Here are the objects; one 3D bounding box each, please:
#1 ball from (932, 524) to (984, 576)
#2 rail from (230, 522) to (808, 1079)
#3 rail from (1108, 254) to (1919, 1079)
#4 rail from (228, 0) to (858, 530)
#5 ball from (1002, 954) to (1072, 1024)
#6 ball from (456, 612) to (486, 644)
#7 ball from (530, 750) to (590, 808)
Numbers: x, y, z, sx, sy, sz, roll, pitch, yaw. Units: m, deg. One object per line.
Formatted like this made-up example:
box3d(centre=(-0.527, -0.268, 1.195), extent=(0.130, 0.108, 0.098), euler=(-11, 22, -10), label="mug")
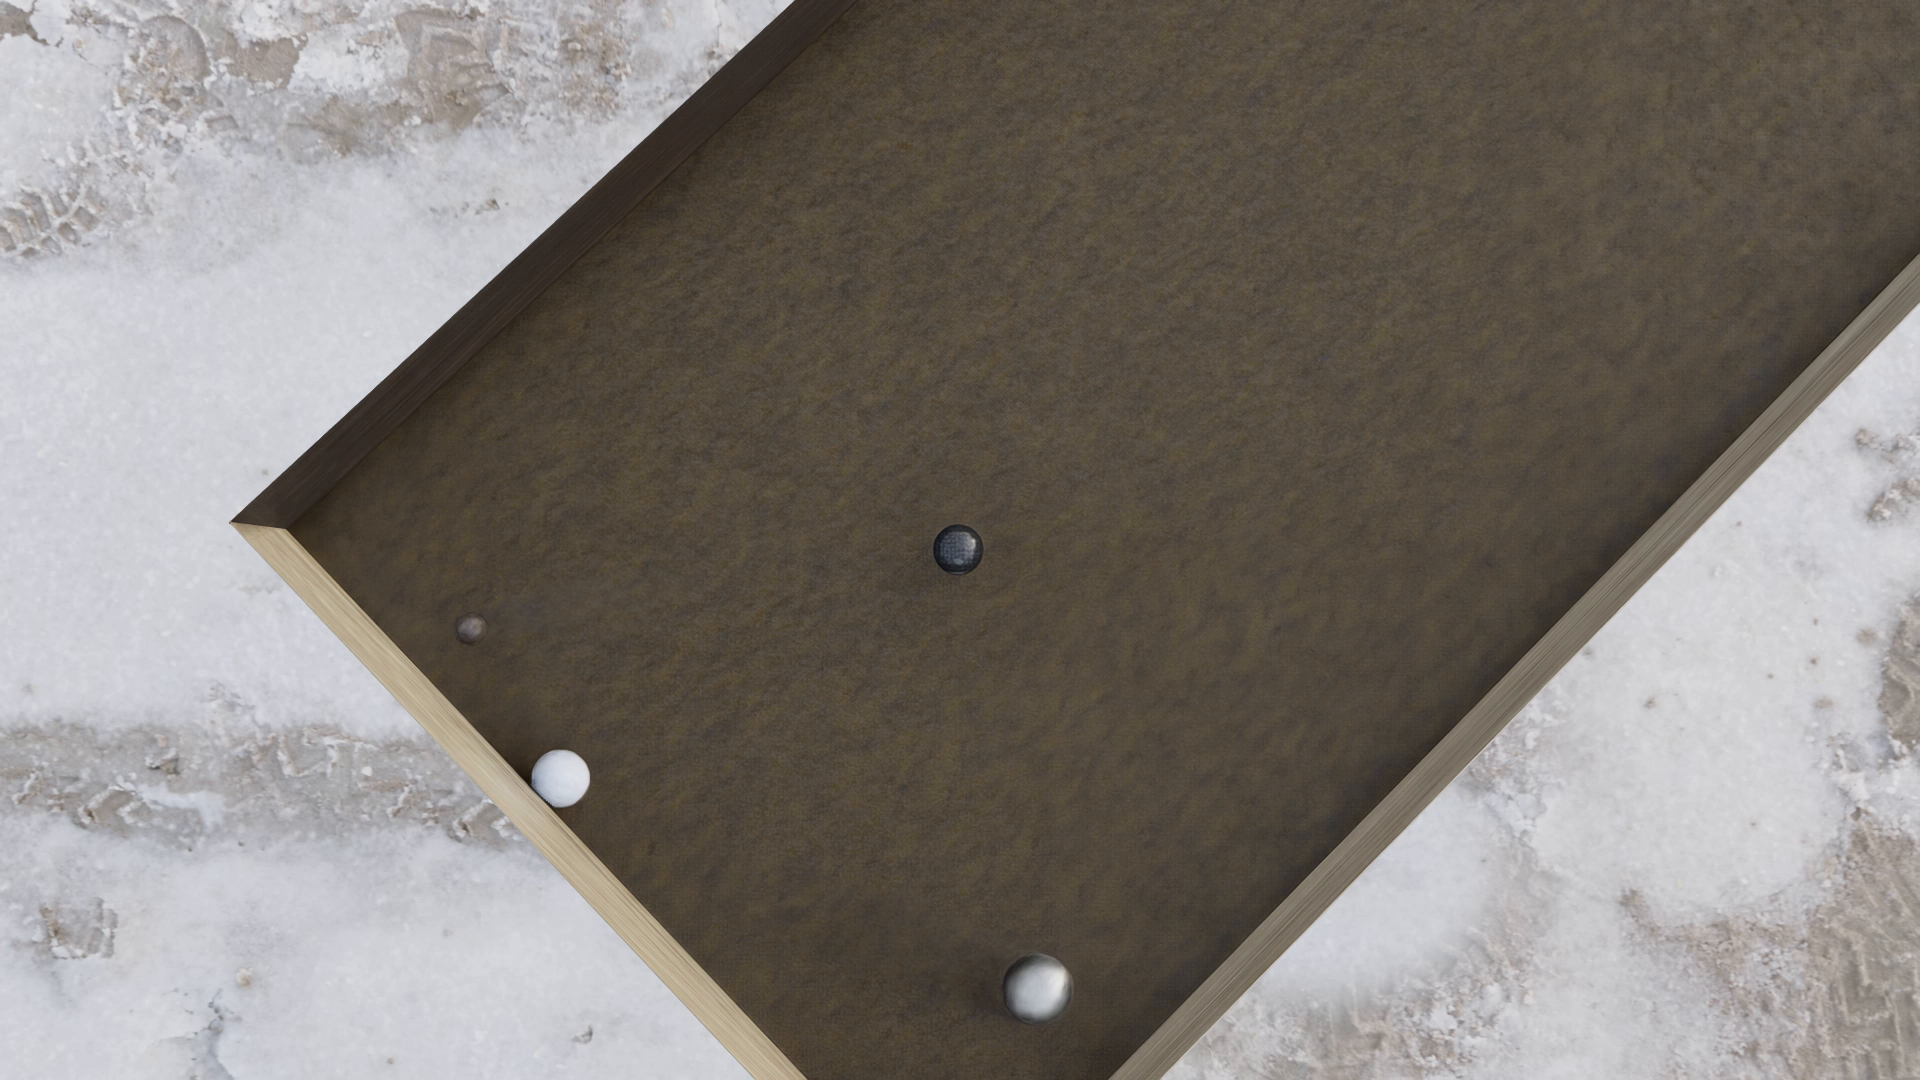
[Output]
box3d(centre=(-0.002, 0.014, 3.268), extent=(0.076, 0.076, 0.076), euler=(0, 81, 0), label="ball")
box3d(centre=(-0.516, 0.496, 3.164), extent=(0.045, 0.130, 1.500), euler=(-44, 84, -6), label="rail")
box3d(centre=(1.042, -0.011, 3.244), extent=(2.990, 0.130, 0.045), euler=(-44, 84, -6), label="rail")
box3d(centre=(0.024, -1.034, 3.404), extent=(2.990, 0.130, 0.045), euler=(-44, 84, -6), label="rail")
box3d(centre=(0.111, 0.644, 3.157), extent=(0.100, 0.100, 0.100), euler=(0, 81, 0), label="ball")
box3d(centre=(-0.726, 0.131, 3.265), extent=(0.045, 0.045, 0.045), euler=(0, 81, 0), label="ball")
box3d(centre=(-0.583, 0.348, 3.211), extent=(0.085, 0.085, 0.085), euler=(0, 81, 0), label="ball")
